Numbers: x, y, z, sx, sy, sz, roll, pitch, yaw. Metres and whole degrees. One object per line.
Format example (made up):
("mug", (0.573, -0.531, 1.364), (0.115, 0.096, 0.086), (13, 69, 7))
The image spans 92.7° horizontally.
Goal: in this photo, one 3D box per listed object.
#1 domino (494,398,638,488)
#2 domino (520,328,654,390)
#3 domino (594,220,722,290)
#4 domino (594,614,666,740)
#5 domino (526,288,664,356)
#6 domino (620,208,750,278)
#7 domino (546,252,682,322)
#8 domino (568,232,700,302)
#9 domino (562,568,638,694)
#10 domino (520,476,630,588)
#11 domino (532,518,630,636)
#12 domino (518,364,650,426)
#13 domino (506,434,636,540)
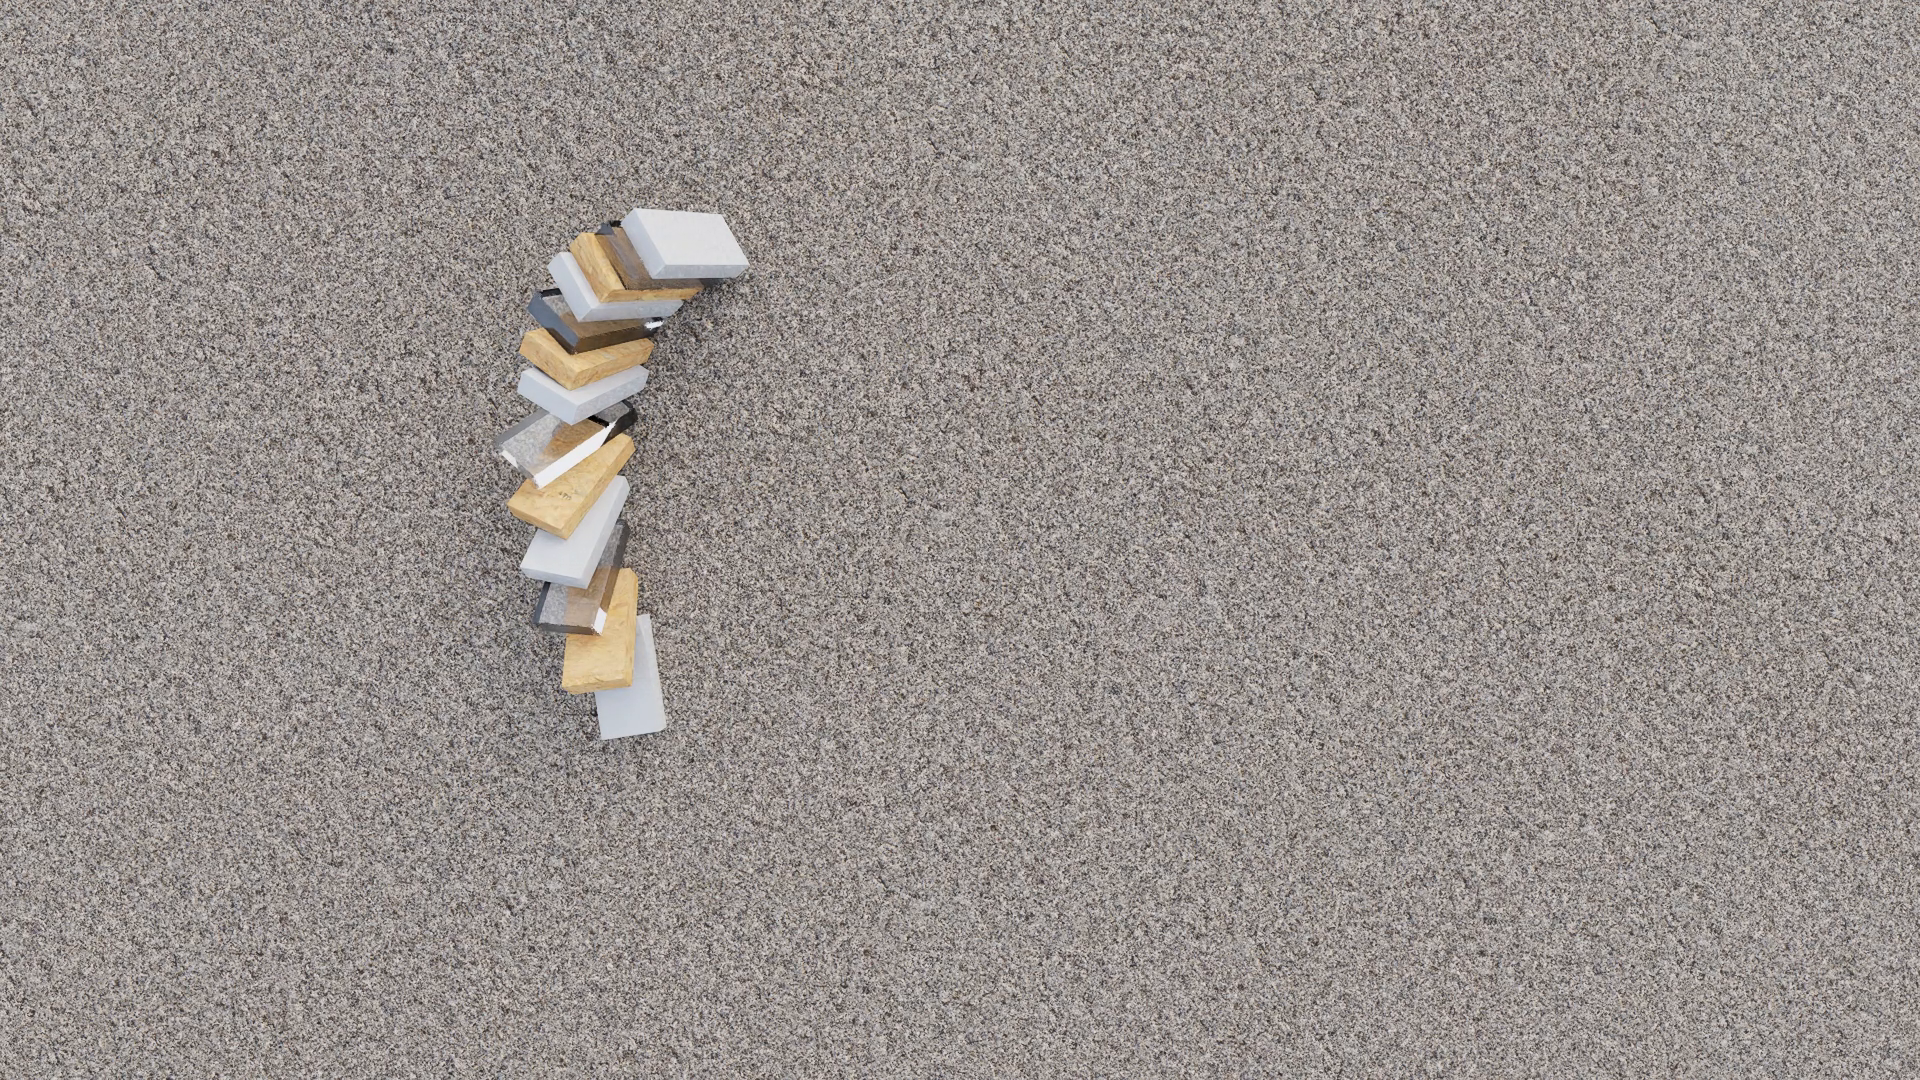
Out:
("domino", (-0.163, -0.046, 0.381), (0.025, 0.010, 0.050), (39, 61, 13))
("domino", (-0.152, -0.079, 0.376), (0.025, 0.050, 0.009), (37, 120, 0))
("domino", (-0.122, -0.117, 0.376), (0.009, 0.050, 0.025), (-30, 90, 31))
("domino", (-0.144, 0.059, 0.395), (0.025, 0.010, 0.050), (-9, 90, 0))
("domino", (-0.148, -0.092, 0.376), (0.025, 0.050, 0.009), (47, 120, 0))
("domino", (-0.112, -0.121, 0.376), (0.009, 0.050, 0.025), (-30, 90, 31))
("domino", (-0.140, -0.104, 0.376), (0.010, 0.050, 0.025), (-30, 90, 31))
("domino", (-0.132, -0.112, 0.376), (0.009, 0.050, 0.025), (-30, 90, 31))
("domino", (-0.150, 0.038, 0.383), (0.025, 0.010, 0.050), (-8, 61, 0))
("domino", (-0.160, -0.006, 0.383), (0.025, 0.009, 0.050), (11, 60, 2))
("domino", (-0.158, 0.014, 0.384), (0.025, 0.009, 0.050), (5, 62, 0))
("domino", (-0.153, -0.065, 0.376), (0.025, 0.050, 0.009), (31, 120, 0))
("domino", (-0.162, -0.027, 0.383), (0.025, 0.009, 0.050), (24, 62, 4))
